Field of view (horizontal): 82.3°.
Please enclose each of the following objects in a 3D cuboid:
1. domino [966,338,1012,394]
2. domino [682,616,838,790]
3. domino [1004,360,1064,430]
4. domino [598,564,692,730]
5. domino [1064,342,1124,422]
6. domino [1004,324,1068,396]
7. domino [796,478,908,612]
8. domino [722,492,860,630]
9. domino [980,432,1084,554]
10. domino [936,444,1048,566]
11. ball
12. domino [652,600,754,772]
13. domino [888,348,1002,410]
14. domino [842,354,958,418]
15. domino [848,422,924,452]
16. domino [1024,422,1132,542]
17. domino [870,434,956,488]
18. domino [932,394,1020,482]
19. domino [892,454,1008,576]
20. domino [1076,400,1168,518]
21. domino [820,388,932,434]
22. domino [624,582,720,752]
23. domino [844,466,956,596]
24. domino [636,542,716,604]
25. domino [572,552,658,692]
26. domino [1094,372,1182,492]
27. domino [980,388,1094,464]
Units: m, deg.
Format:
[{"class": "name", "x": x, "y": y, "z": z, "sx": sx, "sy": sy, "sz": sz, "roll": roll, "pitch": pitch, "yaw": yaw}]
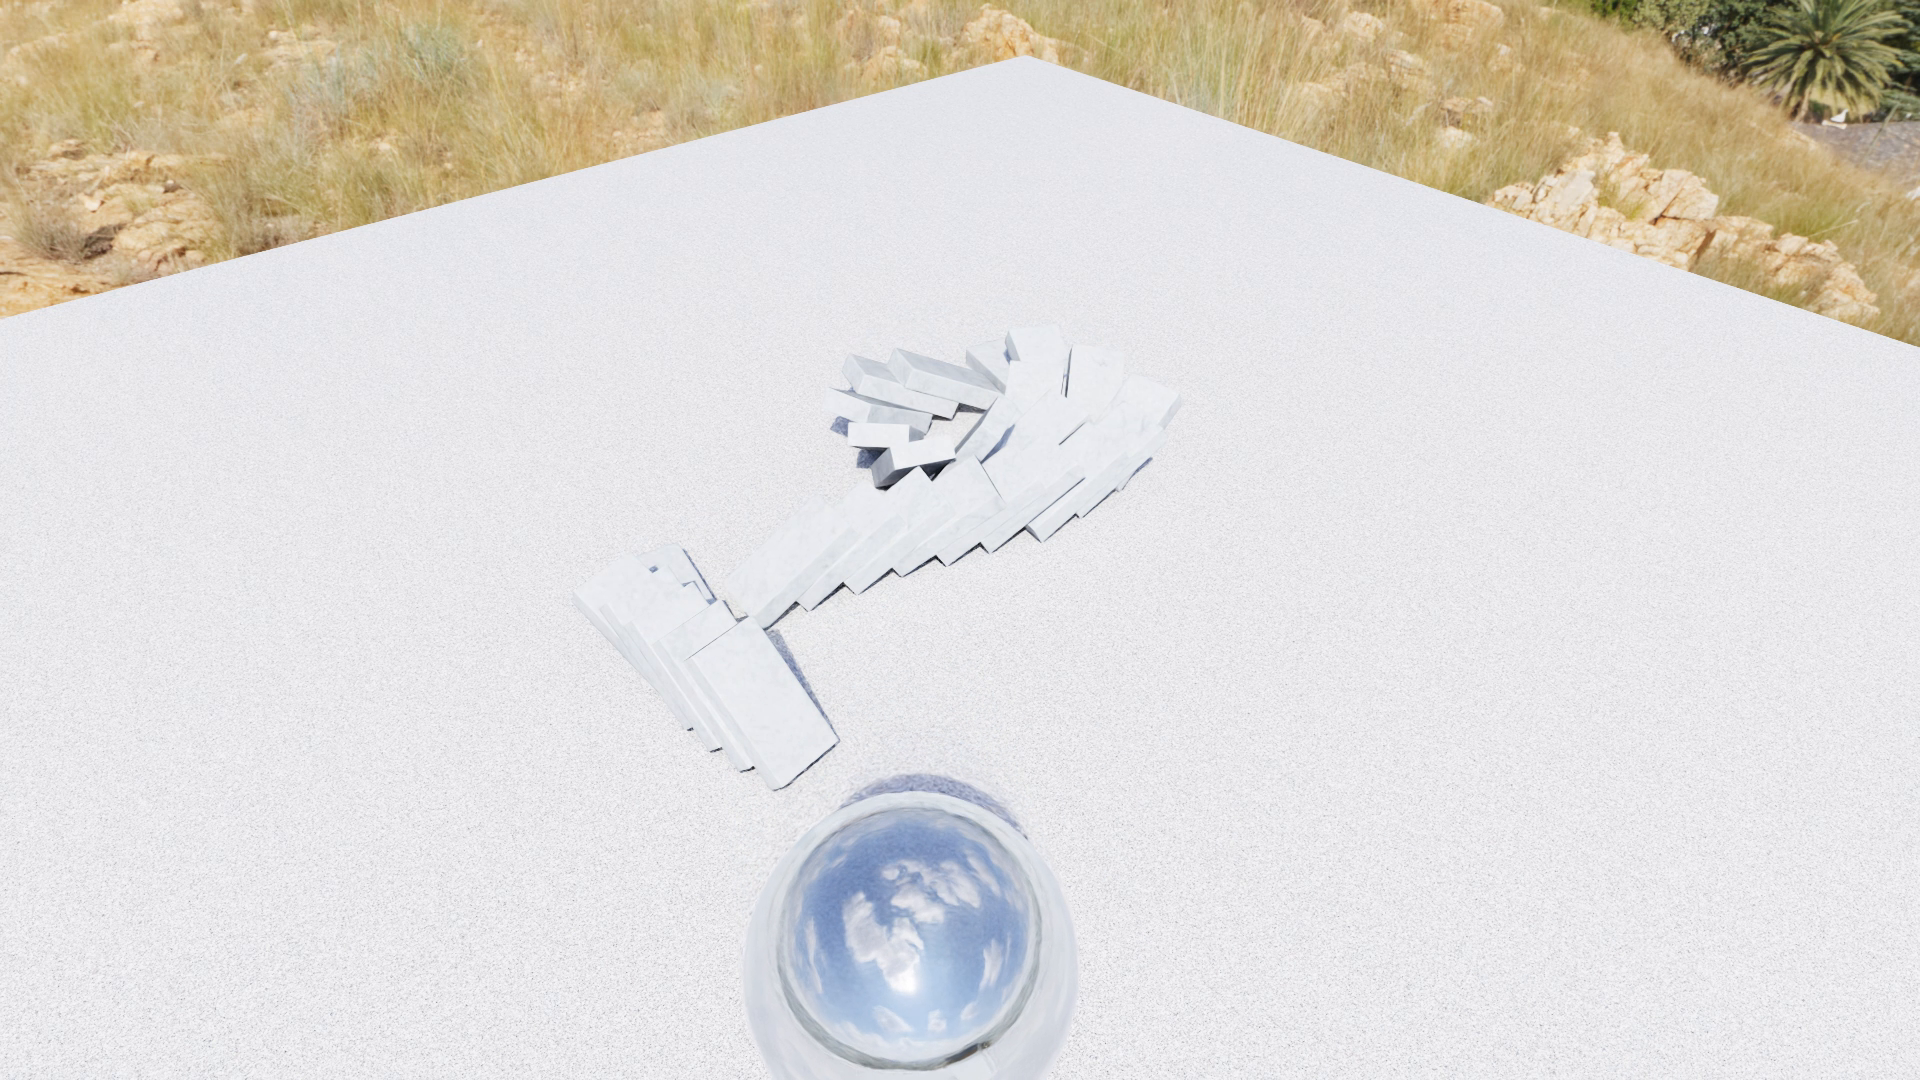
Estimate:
[{"class": "domino", "x": 0.026, "y": -0.083, "z": 0.545, "sx": 0.025, "sy": 0.010, "sz": 0.050, "roll": -19, "pitch": 43, "yaw": -22}, {"class": "domino", "x": -0.064, "y": 0.052, "z": 0.354, "sx": 0.025, "sy": 0.009, "sz": 0.050, "roll": -37, "pitch": 96, "yaw": -37}, {"class": "domino", "x": 0.032, "y": -0.057, "z": 0.499, "sx": 0.025, "sy": 0.009, "sz": 0.050, "roll": 6, "pitch": 63, "yaw": 7}, {"class": "domino", "x": -0.096, "y": 0.036, "z": 0.374, "sx": 0.025, "sy": 0.009, "sz": 0.050, "roll": -38, "pitch": 96, "yaw": -36}, {"class": "domino", "x": 0.062, "y": -0.067, "z": 0.509, "sx": 0.025, "sy": 0.010, "sz": 0.050, "roll": 10, "pitch": 60, "yaw": -2}, {"class": "domino", "x": 0.041, "y": -0.079, "z": 0.524, "sx": 0.025, "sy": 0.010, "sz": 0.050, "roll": -10, "pitch": 64, "yaw": -18}, {"class": "domino", "x": -0.047, "y": 0.002, "z": 0.423, "sx": 0.050, "sy": 0.010, "sz": 0.025, "roll": -42, "pitch": 48, "yaw": -2}, {"class": "domino", "x": -0.064, "y": 0.008, "z": 0.415, "sx": 0.050, "sy": 0.010, "sz": 0.025, "roll": -44, "pitch": 49, "yaw": -4}, {"class": "domino", "x": 0.024, "y": -0.020, "z": 0.450, "sx": 0.050, "sy": 0.010, "sz": 0.025, "roll": -39, "pitch": 47, "yaw": -2}, {"class": "domino", "x": 0.008, "y": -0.014, "z": 0.442, "sx": 0.050, "sy": 0.009, "sz": 0.025, "roll": -37, "pitch": 48, "yaw": 3}, {"class": "ball", "x": -0.012, "y": 0.101, "z": 0.264, "sx": 0.080, "sy": 0.080, "sz": 0.080, "roll": 0, "pitch": 39, "yaw": 0}, {"class": "domino", "x": -0.075, "y": 0.047, "z": 0.360, "sx": 0.025, "sy": 0.010, "sz": 0.050, "roll": -37, "pitch": 96, "yaw": -37}, {"class": "domino", "x": -0.007, "y": -0.075, "z": 0.516, "sx": 0.050, "sy": 0.010, "sz": 0.025, "roll": 11, "pitch": 26, "yaw": -32}, {"class": "domino", "x": -0.028, "y": -0.072, "z": 0.512, "sx": 0.050, "sy": 0.009, "sz": 0.025, "roll": 11, "pitch": 26, "yaw": -31}, {"class": "domino", "x": -0.031, "y": -0.044, "z": 0.474, "sx": 0.025, "sy": 0.009, "sz": 0.050, "roll": 3, "pitch": 2, "yaw": 5}, {"class": "domino", "x": 0.044, "y": -0.024, "z": 0.456, "sx": 0.050, "sy": 0.009, "sz": 0.025, "roll": -41, "pitch": 49, "yaw": -5}, {"class": "domino", "x": -0.020, "y": -0.032, "z": 0.458, "sx": 0.025, "sy": 0.010, "sz": 0.050, "roll": -12, "pitch": -3, "yaw": -14}, {"class": "domino", "x": 0.004, "y": -0.036, "z": 0.458, "sx": 0.010, "sy": 0.050, "sz": 0.025, "roll": 37, "pitch": 43, "yaw": -7}, {"class": "domino", "x": -0.009, "y": -0.010, "z": 0.435, "sx": 0.050, "sy": 0.009, "sz": 0.025, "roll": -34, "pitch": 48, "yaw": 6}, {"class": "domino", "x": 0.061, "y": -0.035, "z": 0.468, "sx": 0.050, "sy": 0.010, "sz": 0.025, "roll": -41, "pitch": 51, "yaw": -5}, {"class": "domino", "x": -0.037, "y": -0.058, "z": 0.494, "sx": 0.025, "sy": 0.010, "sz": 0.050, "roll": 24, "pitch": 12, "yaw": 28}, {"class": "domino", "x": -0.086, "y": 0.042, "z": 0.367, "sx": 0.025, "sy": 0.010, "sz": 0.050, "roll": -37, "pitch": 96, "yaw": -37}, {"class": "domino", "x": -0.028, "y": -0.004, "z": 0.429, "sx": 0.050, "sy": 0.009, "sz": 0.025, "roll": -39, "pitch": 48, "yaw": 1}, {"class": "domino", "x": -0.110, "y": 0.022, "z": 0.417, "sx": 0.025, "sy": 0.010, "sz": 0.050, "roll": -21, "pitch": 44, "yaw": -24}, {"class": "domino", "x": -0.109, "y": 0.030, "z": 0.386, "sx": 0.050, "sy": 0.010, "sz": 0.025, "roll": 45, "pitch": 54, "yaw": 3}, {"class": "domino", "x": 0.073, "y": -0.048, "z": 0.483, "sx": 0.025, "sy": 0.010, "sz": 0.050, "roll": 30, "pitch": 76, "yaw": 29}, {"class": "domino", "x": 0.031, "y": -0.040, "z": 0.474, "sx": 0.050, "sy": 0.010, "sz": 0.025, "roll": -44, "pitch": 51, "yaw": -7}]
